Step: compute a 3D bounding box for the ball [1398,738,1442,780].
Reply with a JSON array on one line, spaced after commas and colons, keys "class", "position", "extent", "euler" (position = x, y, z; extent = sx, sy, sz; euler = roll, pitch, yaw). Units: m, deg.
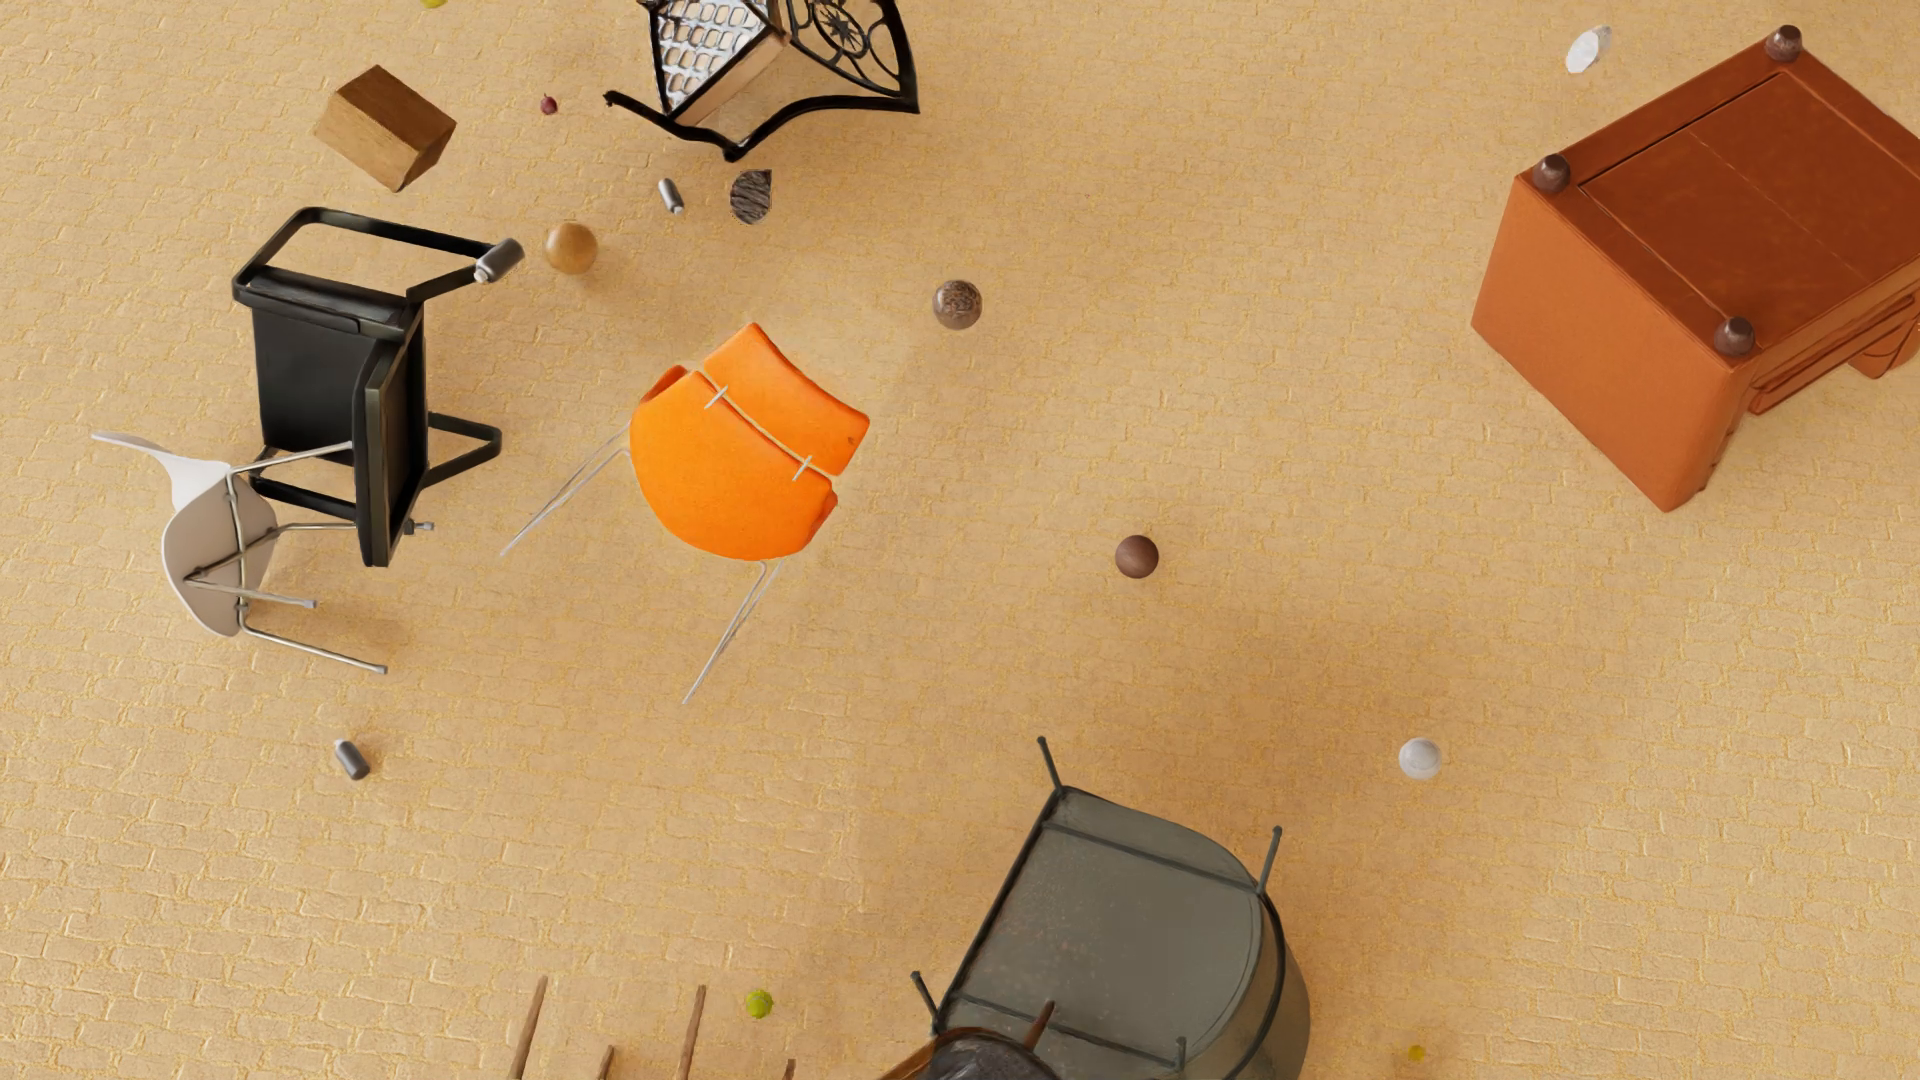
[{"class": "ball", "position": [1.277, 0.606, 6.095], "extent": [0.119, 0.119, 0.119], "euler": [0, 56, 0]}]

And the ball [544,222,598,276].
[{"class": "ball", "position": [-1.257, -0.943, 7.103], "extent": [0.172, 0.172, 0.172], "euler": [0, 56, 0]}]

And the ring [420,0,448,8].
[{"class": "ring", "position": [-1.638, -1.780, 6.956], "extent": [0.216, 0.062, 0.261], "euler": [-46, 39, 14]}]

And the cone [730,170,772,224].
[{"class": "cone", "position": [-0.639, -1.145, 7.059], "extent": [0.133, 0.215, 0.171], "euler": [26, 47, 2]}]

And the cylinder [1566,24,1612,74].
[{"class": "cylinder", "position": [1.955, -1.527, 6.833], "extent": [0.084, 0.153, 0.090], "euler": [43, 48, 17]}]

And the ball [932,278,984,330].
[{"class": "ball", "position": [-0.008, -0.716, 6.684], "extent": [0.157, 0.157, 0.157], "euler": [0, 56, 0]}]

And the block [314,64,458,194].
[{"class": "block", "position": [-1.684, -1.208, 6.459], "extent": [0.289, 0.162, 0.261], "euler": [36, 32, -6]}]
